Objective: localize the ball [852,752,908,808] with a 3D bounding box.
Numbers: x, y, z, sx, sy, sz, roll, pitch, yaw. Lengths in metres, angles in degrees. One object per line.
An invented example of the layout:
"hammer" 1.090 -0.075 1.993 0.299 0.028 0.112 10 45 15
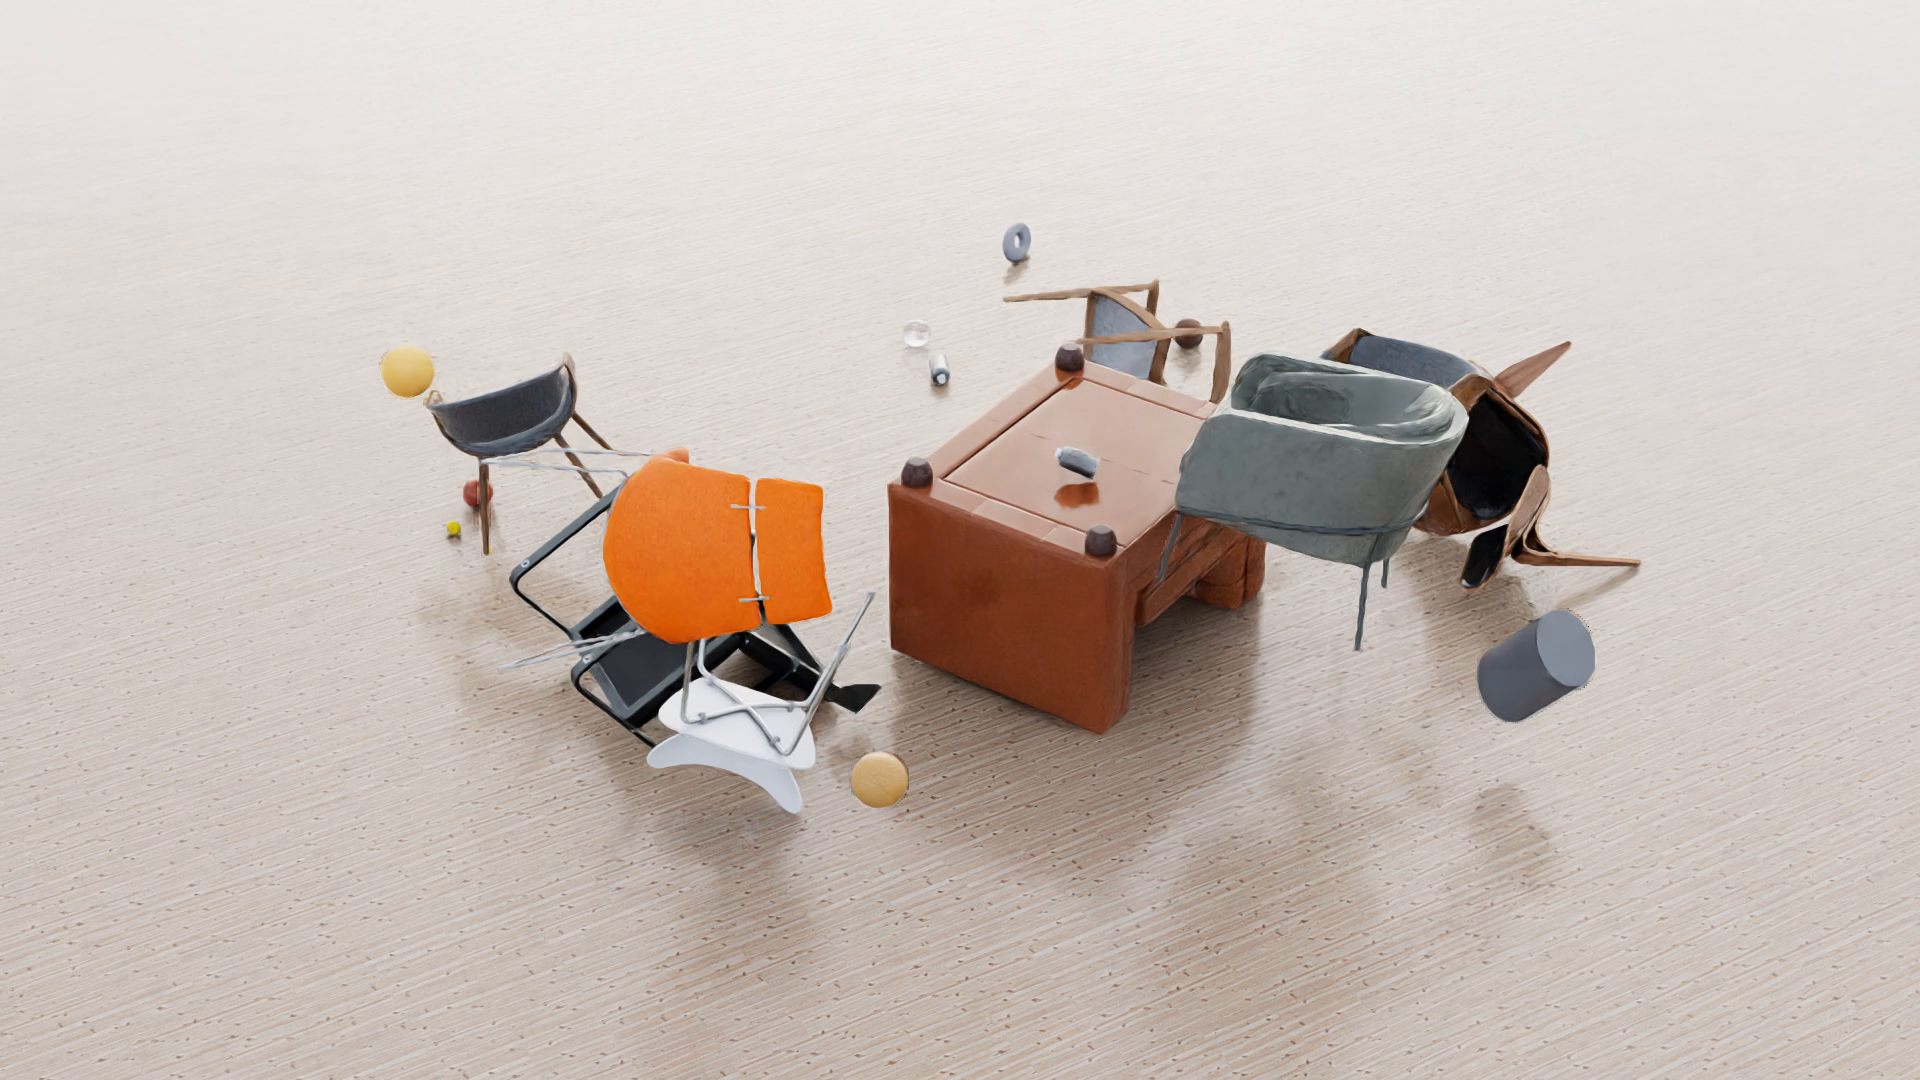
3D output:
"ball" -0.246 0.732 8.951 0.172 0.172 0.172 0 33 0

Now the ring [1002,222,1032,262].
"ring" 0.249 -1.299 12.802 0.048 0.142 0.259 -17 27 33

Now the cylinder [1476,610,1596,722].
"cylinder" 1.894 0.415 9.642 0.241 0.309 0.283 29 53 -16

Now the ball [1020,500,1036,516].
"ball" 0.257 -0.122 11.074 0.060 0.060 0.060 0 33 0

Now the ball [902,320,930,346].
"ball" -0.181 -0.857 12.141 0.115 0.115 0.115 0 33 0

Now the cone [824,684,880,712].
"cone" -0.356 0.549 9.879 0.190 0.194 0.074 3 69 -37

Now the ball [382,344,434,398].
"ball" -2.056 -0.628 10.920 0.197 0.197 0.197 0 33 0
